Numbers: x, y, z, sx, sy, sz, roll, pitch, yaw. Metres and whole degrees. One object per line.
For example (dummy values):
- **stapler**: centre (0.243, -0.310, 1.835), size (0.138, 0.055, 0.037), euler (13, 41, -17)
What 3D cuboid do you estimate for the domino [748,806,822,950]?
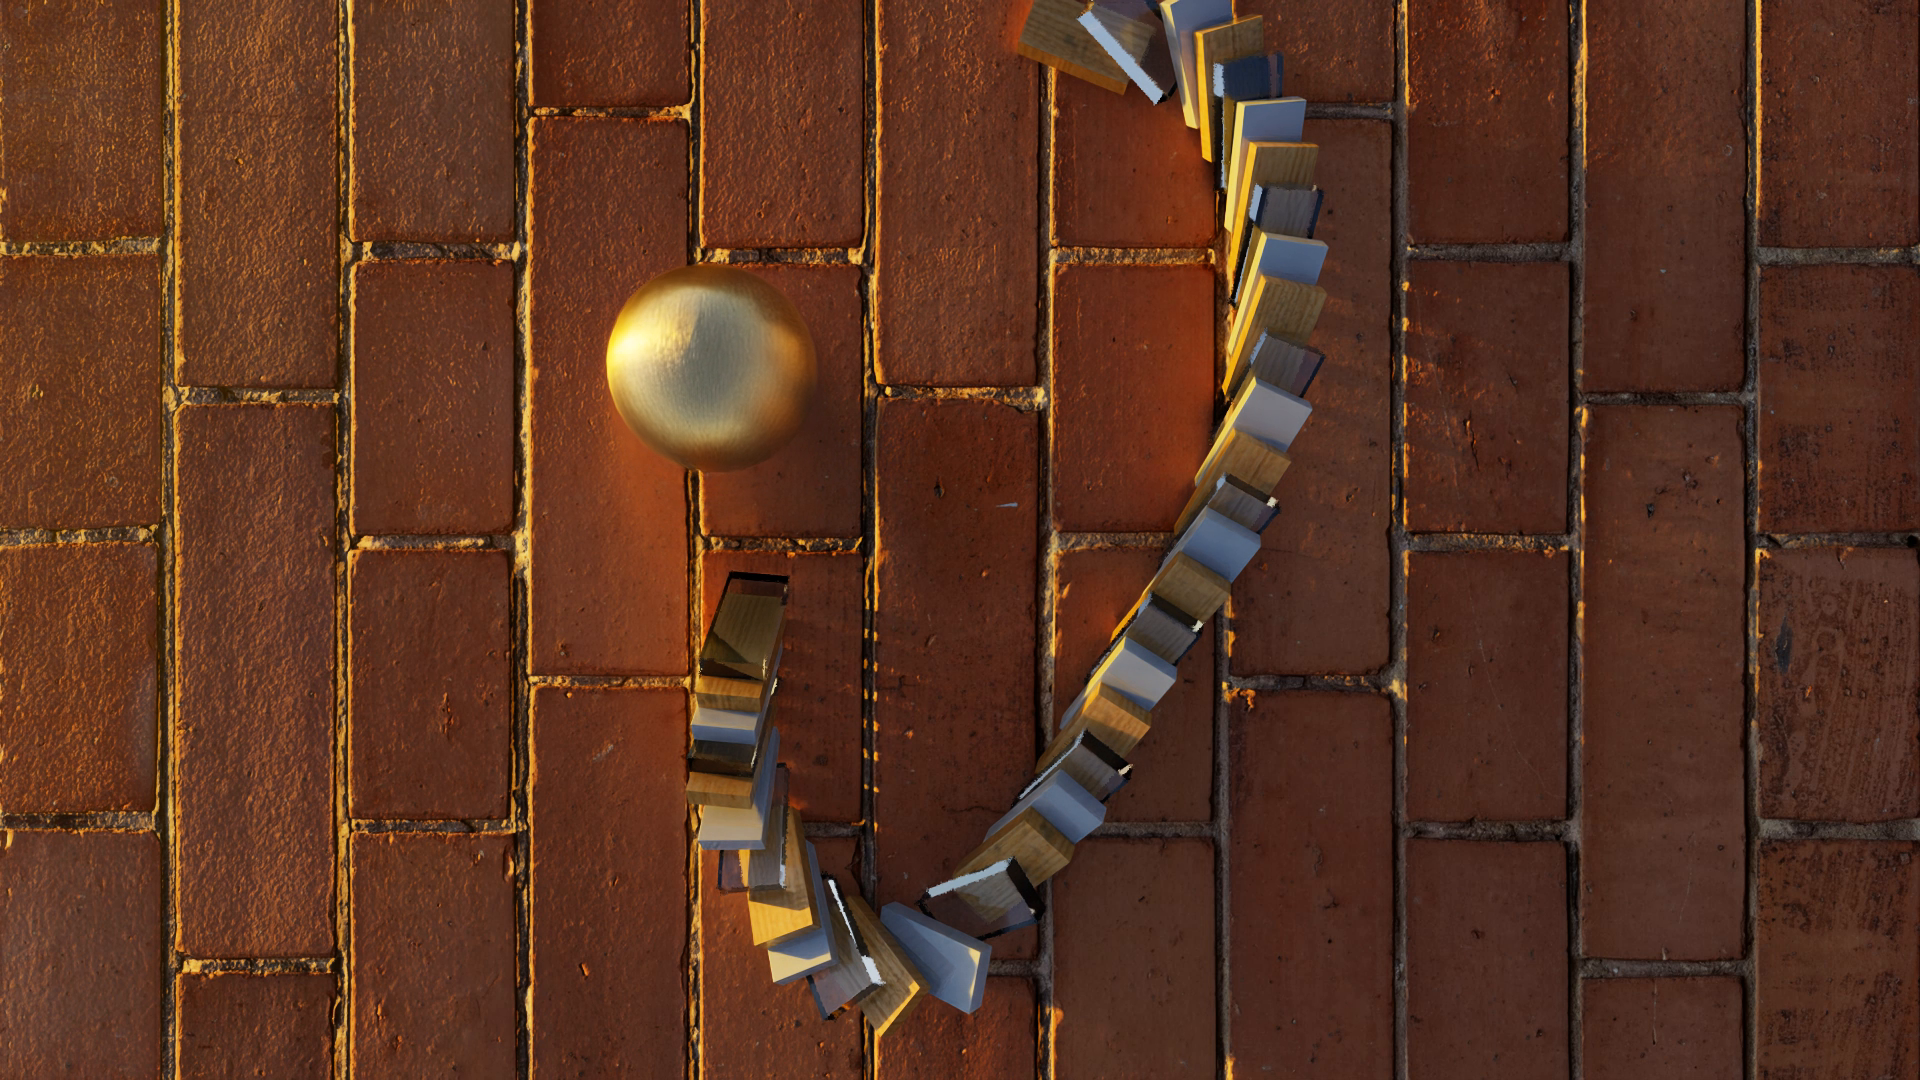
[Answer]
- **domino**: centre (-0.076, 0.140, 0.381), size (0.025, 0.009, 0.050), euler (-21, 55, 3)

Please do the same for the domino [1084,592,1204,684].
- **domino**: centre (0.076, 0.048, 0.383), size (0.025, 0.009, 0.050), euler (32, 120, 0)

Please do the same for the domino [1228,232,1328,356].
- **domino**: centre (0.132, -0.100, 0.382), size (0.025, 0.009, 0.050), euler (8, 123, 0)

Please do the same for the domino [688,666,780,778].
- **domino**: centre (-0.092, 0.073, 0.378), size (0.025, 0.050, 0.010), euler (6, 132, 0)

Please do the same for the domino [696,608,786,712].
- **domino**: centre (-0.089, 0.047, 0.378), size (0.025, 0.050, 0.009), euler (5, 132, 0)

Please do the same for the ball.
- **ball**: centre (-0.096, -0.066, 0.360), size (0.080, 0.080, 0.080), euler (0, 90, 0)

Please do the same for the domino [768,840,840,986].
- **domino**: centre (-0.069, 0.154, 0.382), size (0.025, 0.010, 0.050), euler (-22, 55, 2)

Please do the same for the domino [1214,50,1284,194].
- **domino**: centre (0.120, -0.173, 0.381), size (0.025, 0.009, 0.050), euler (-14, 126, -2)

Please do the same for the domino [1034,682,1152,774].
- **domino**: centre (0.055, 0.086, 0.384), size (0.025, 0.009, 0.050), euler (32, 117, 0)

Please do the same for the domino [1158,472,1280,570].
- **domino**: centre (0.107, -0.001, 0.382), size (0.025, 0.010, 0.050), euler (29, 122, -2)

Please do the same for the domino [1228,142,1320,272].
- **domino**: centre (0.130, -0.138, 0.381), size (0.025, 0.010, 0.050), euler (-1, 125, -2)

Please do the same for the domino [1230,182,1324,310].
- **domino**: centre (0.131, -0.121, 0.382), size (0.025, 0.009, 0.050), euler (2, 125, -2)

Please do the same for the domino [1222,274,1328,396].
- **domino**: centre (0.130, -0.082, 0.382), size (0.025, 0.010, 0.050), euler (11, 123, 0)

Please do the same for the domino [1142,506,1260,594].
- **domino**: centre (0.099, 0.013, 0.381), size (0.025, 0.010, 0.050), euler (28, 122, -2)

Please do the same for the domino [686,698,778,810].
- **domino**: centre (-0.093, 0.085, 0.378), size (0.025, 0.050, 0.009), euler (5, 132, 0)

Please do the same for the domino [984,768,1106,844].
- **domino**: centre (0.035, 0.120, 0.383), size (0.025, 0.009, 0.050), euler (41, 120, -1)

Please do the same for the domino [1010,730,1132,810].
- **domino**: centre (0.046, 0.104, 0.383), size (0.025, 0.010, 0.050), euler (38, 120, -1)

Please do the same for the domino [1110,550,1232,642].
- **domino**: centre (0.087, 0.031, 0.383), size (0.025, 0.010, 0.050), euler (32, 122, 0)

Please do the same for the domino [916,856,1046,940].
- **domino**: centre (0.008, 0.153, 0.384), size (0.050, 0.010, 0.025), euler (-32, 90, 30)

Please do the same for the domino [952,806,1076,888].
- **domino**: centre (0.022, 0.135, 0.383), size (0.025, 0.010, 0.050), euler (43, 120, 0)

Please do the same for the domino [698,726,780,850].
- **domino**: centre (-0.091, 0.102, 0.380), size (0.025, 0.009, 0.050), euler (0, 50, 0)

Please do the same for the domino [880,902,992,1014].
- **domino**: centre (-0.012, 0.173, 0.383), size (0.050, 0.009, 0.025), euler (11, 90, 32)

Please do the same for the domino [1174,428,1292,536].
- **domino**: centre (0.113, -0.019, 0.384), size (0.025, 0.009, 0.050), euler (26, 117, 0)

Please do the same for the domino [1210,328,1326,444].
- **domino**: centre (0.128, -0.060, 0.383), size (0.025, 0.009, 0.050), euler (21, 120, 0)

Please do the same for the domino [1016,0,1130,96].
- **domino**: centre (0.053, -0.215, 0.395), size (0.050, 0.009, 0.025), euler (22, 90, 0)

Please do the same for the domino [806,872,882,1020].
- **domino**: centre (-0.054, 0.168, 0.381), size (0.025, 0.009, 0.050), euler (-37, 54, 2)

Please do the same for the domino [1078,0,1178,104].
- **domino**: centre (0.075, -0.211, 0.384), size (0.050, 0.010, 0.025), euler (34, 85, -26)

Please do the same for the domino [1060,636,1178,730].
- **domino**: centre (0.066, 0.066, 0.384), size (0.025, 0.009, 0.050), euler (32, 119, 0)

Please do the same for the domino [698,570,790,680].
- **domino**: centre (-0.088, 0.035, 0.378), size (0.025, 0.050, 0.010), euler (5, 132, 0)

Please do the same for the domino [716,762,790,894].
- **domino**: centre (-0.086, 0.120, 0.382), size (0.025, 0.010, 0.050), euler (-4, 57, 0)

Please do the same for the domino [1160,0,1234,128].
- **domino**: centre (0.102, -0.202, 0.381), size (0.025, 0.010, 0.050), euler (-27, 126, 0)

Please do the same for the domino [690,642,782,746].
- **domino**: centre (-0.091, 0.060, 0.378), size (0.025, 0.050, 0.010), euler (5, 132, 0)

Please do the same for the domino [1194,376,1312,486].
- **domino**: centre (0.122, -0.040, 0.384), size (0.025, 0.009, 0.050), euler (24, 120, 0)

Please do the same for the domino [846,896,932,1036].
- **domino**: centre (-0.037, 0.176, 0.381), size (0.050, 0.009, 0.025), euler (39, 90, 36)

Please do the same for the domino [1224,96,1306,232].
- **domino**: centre (0.126, -0.156, 0.381), size (0.025, 0.010, 0.050), euler (-6, 125, -2)

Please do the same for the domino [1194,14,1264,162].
- **domino**: centre (0.113, -0.187, 0.381), size (0.025, 0.010, 0.050), euler (-17, 126, 0)
